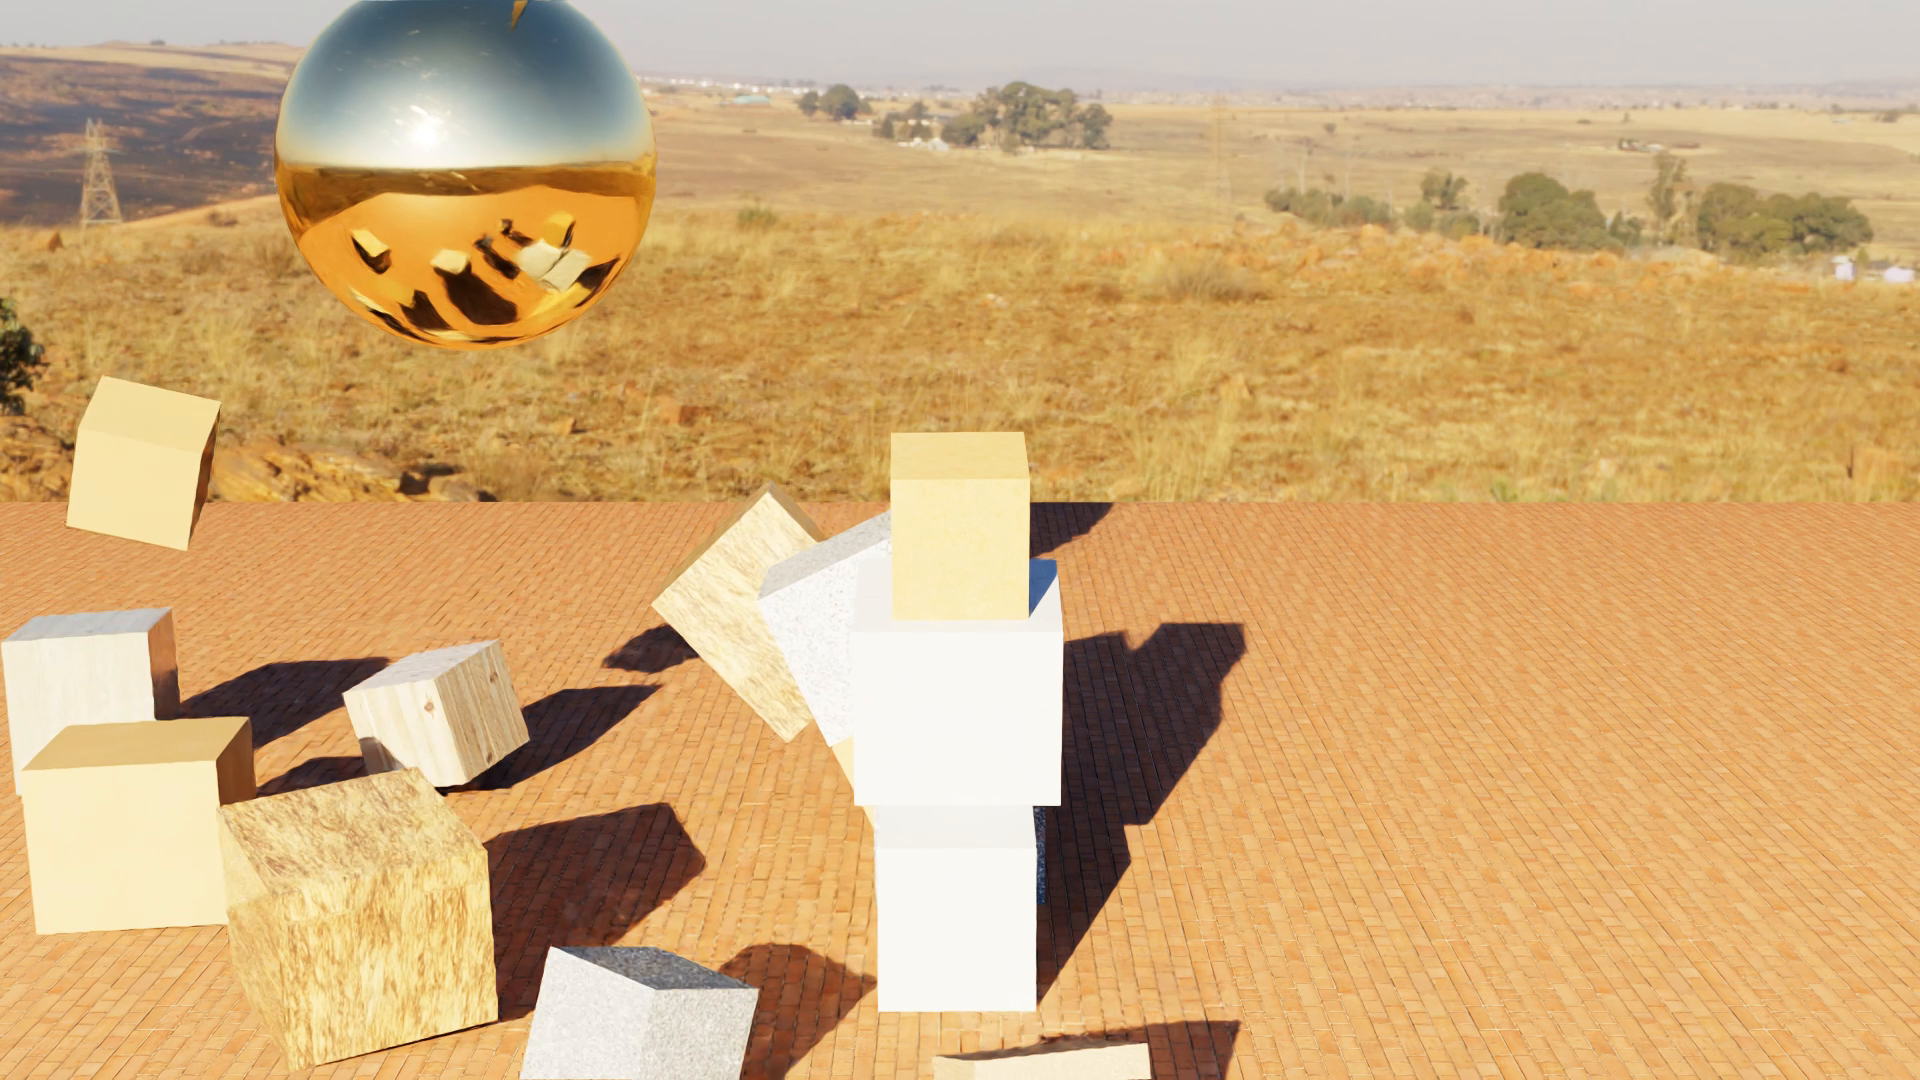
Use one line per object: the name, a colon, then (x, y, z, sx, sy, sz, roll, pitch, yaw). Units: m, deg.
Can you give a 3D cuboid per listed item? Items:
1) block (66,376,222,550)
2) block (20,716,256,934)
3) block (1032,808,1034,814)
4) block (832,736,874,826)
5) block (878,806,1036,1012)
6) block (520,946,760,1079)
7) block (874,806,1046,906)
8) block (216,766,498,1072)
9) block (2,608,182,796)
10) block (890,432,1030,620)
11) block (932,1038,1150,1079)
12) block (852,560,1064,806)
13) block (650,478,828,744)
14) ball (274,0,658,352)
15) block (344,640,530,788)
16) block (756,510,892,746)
block: (-3.231, -0.304, 10.166, 0.466, 0.470, 0.387, 13, 33, -11)
block: (-3.466, 1.201, 10.931, 0.785, 0.699, 0.750, -3, 10, -4)
block: (-0.004, 1.357, 10.639, 0.609, 0.524, 0.571, 0, 10, 0)
block: (-0.185, 0.908, 11.999, 0.676, 0.691, 0.729, -26, 9, 5)
block: (-0.012, 1.412, 10.008, 0.597, 0.641, 0.671, 0, 10, 0)
block: (-1.072, 1.669, 8.556, 0.502, 0.502, 0.504, 13, 1, 38)
block: (0.001, 1.111, 11.276, 0.726, 0.779, 0.752, 0, 10, 0)
block: (-2.237, 1.381, 9.502, 0.771, 0.690, 0.829, -10, 22, -27)
block: (-4.338, 0.795, 12.889, 0.681, 0.757, 0.804, -4, 8, -8)
block: (-0.005, -0.059, 10.163, 0.532, 0.587, 0.542, 0, 22, -1)
block: (0.258, 1.809, 7.760, 0.537, 0.528, 0.501, -3, -8, -15)
block: (-0.010, 0.566, 10.399, 0.817, 0.750, 0.750, 0, 22, 0)
block: (-0.856, 0.314, 12.089, 0.736, 0.891, 0.828, -44, 7, 2)
ball: (-2.087, -1.602, 10.889, 1.600, 1.600, 1.600, 0, 10, 0)
block: (-2.567, 0.869, 12.612, 0.547, 0.534, 0.586, -10, 13, 25)
block: (-0.376, 0.343, 11.193, 0.739, 0.698, 0.756, -25, 9, 4)
